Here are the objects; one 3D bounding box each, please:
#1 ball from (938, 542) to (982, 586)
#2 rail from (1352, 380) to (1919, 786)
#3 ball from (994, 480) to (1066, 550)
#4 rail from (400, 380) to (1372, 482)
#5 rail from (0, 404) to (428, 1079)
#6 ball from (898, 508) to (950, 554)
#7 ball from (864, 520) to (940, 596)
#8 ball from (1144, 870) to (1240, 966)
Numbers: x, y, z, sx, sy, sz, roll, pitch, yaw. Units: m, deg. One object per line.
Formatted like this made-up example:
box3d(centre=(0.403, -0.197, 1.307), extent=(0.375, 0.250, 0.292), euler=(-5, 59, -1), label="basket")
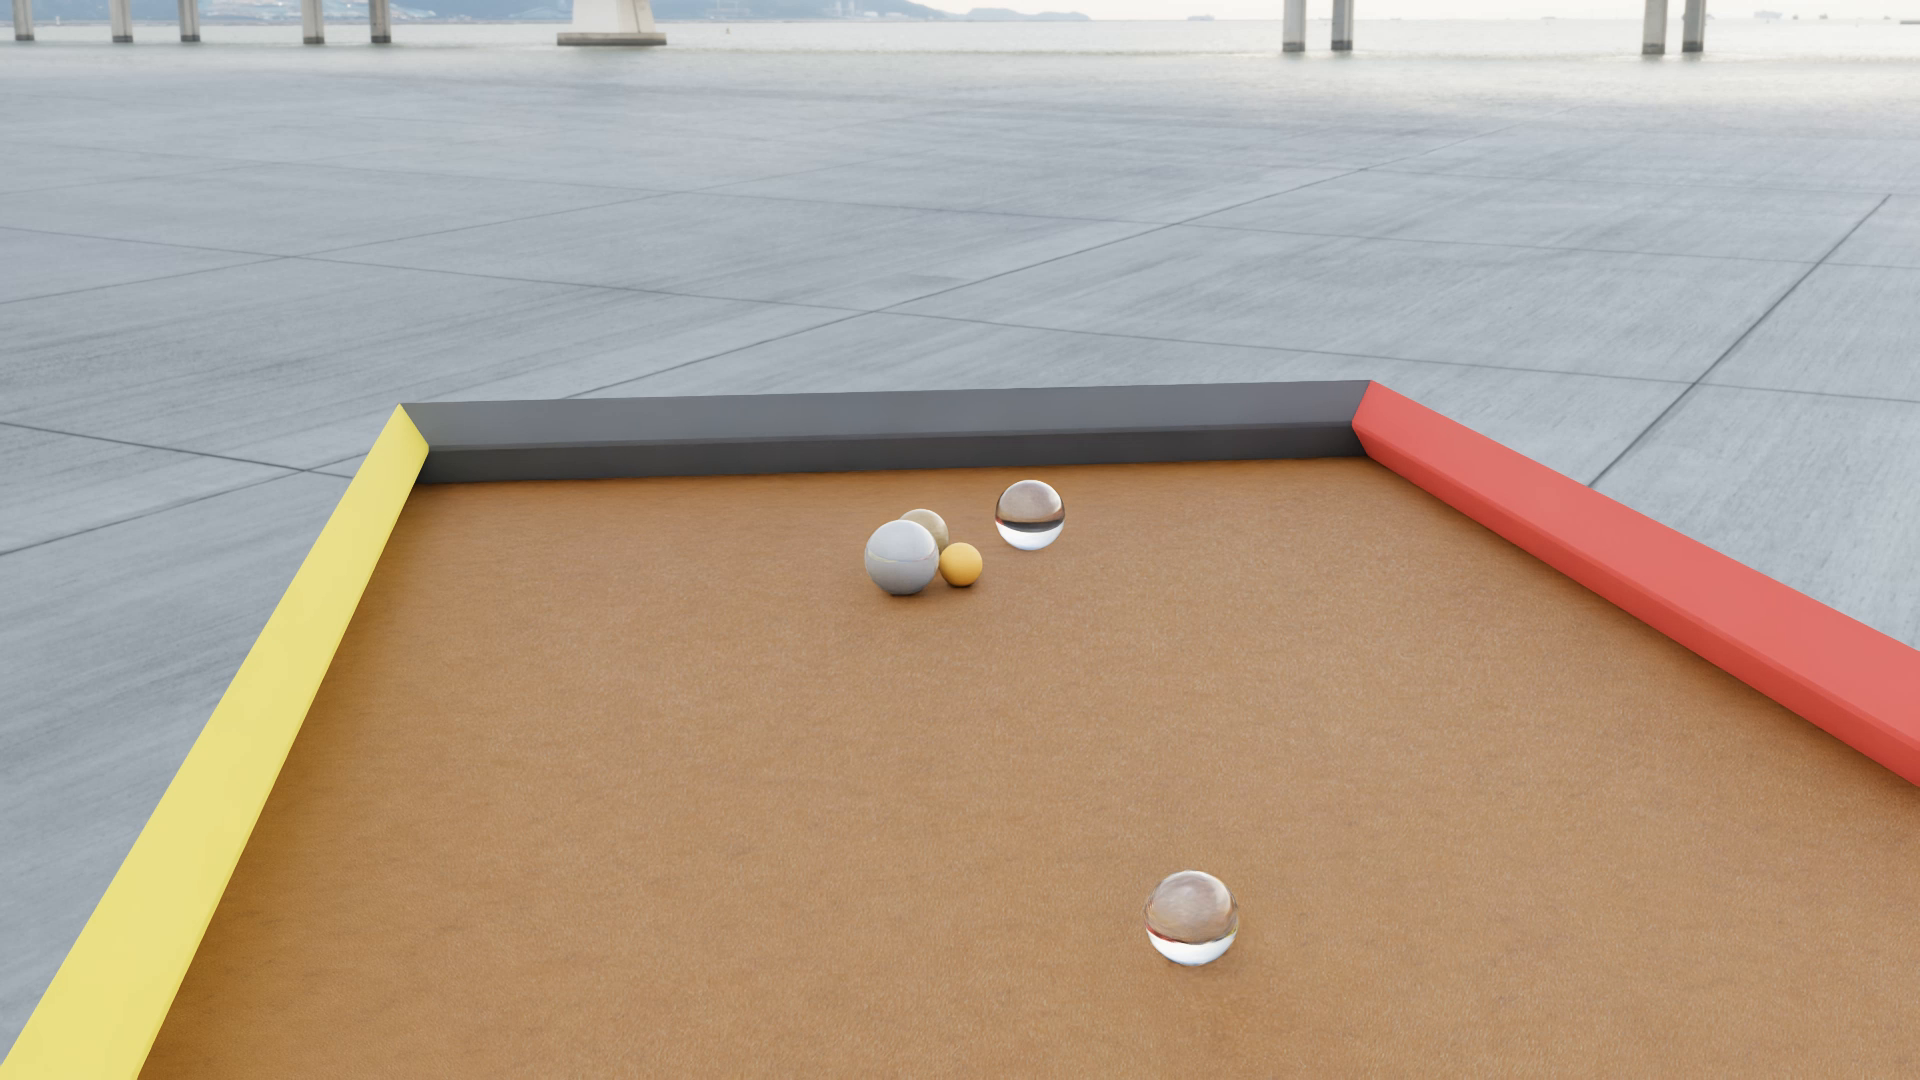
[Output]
box3d(centre=(0.001, 0.030, 2.699), extent=(0.054, 0.054, 0.054), euler=(0, 13, 0), label="ball")
box3d(centre=(0.812, 0.101, 2.255), extent=(0.045, 0.121, 2.561), euler=(-2, 14, -8), label="rail")
box3d(centre=(0.092, -0.032, 2.878), extent=(0.093, 0.093, 0.093), euler=(0, 13, 0), label="ball")
box3d(centre=(-0.088, -0.164, 3.363), extent=(1.503, 0.121, 0.045), euler=(-2, 14, -8), label="rail")
box3d(centre=(-0.629, 0.150, 2.052), extent=(0.045, 0.121, 2.561), euler=(-2, 14, -8), label="rail")
box3d(centre=(-0.050, -0.003, 2.798), extent=(0.073, 0.073, 0.073), euler=(0, 13, 0), label="ball")
box3d(centre=(-0.070, 0.021, 2.658), extent=(0.091, 0.091, 0.091), euler=(0, 13, 0), label="ball")
box3d(centre=(0.171, 0.279, 1.625), extent=(0.070, 0.070, 0.070), euler=(0, 13, 0), label="ball")
